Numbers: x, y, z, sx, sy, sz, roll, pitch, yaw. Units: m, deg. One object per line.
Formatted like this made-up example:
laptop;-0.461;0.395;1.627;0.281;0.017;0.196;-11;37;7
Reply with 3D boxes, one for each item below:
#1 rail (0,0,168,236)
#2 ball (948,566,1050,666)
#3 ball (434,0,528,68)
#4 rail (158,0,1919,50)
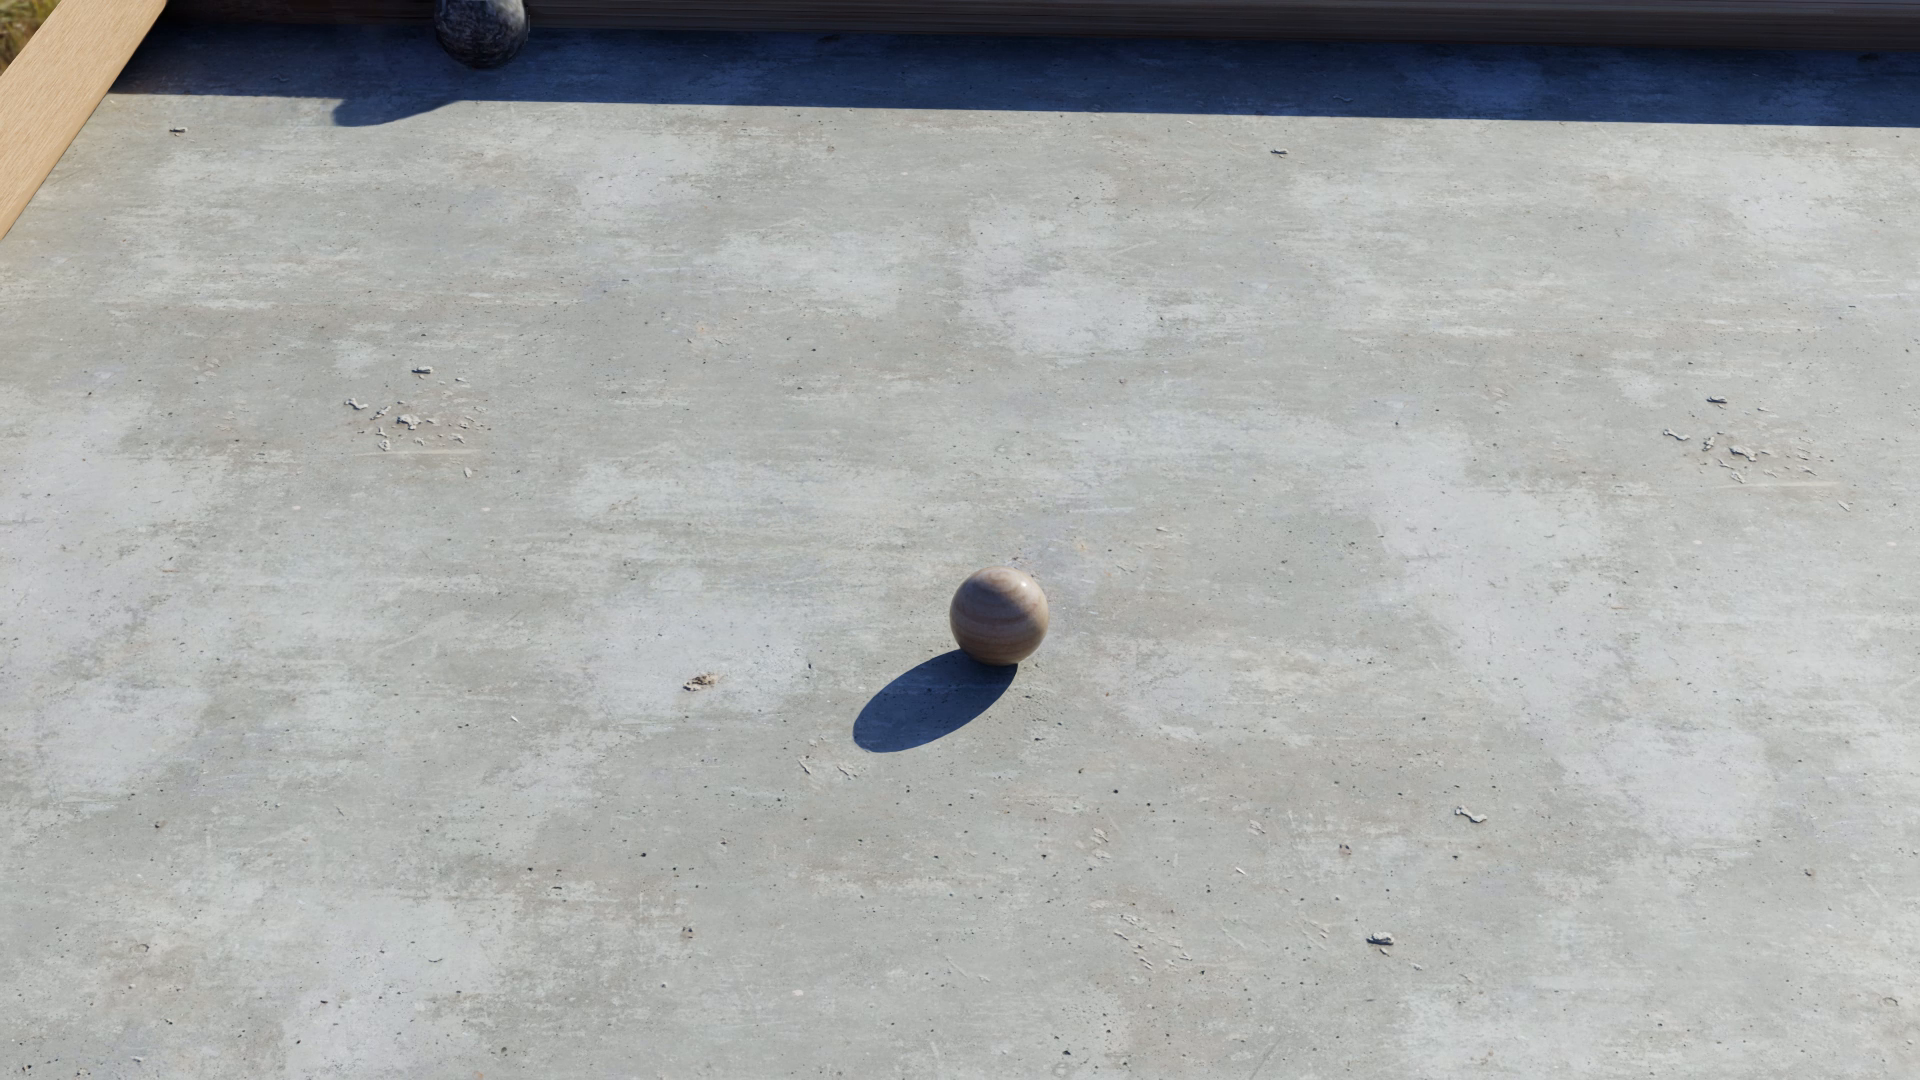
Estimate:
rail;-0.809;-0.040;1.771;0.045;0.115;1.795;1;36;2
ball;0.026;0.050;1.688;0.066;0.066;0.066;0;36;0
ball;-0.453;-0.490;2.426;0.088;0.088;0.088;0;36;0
rail;0.870;-0.507;2.424;3.334;0.115;0.045;1;36;2
